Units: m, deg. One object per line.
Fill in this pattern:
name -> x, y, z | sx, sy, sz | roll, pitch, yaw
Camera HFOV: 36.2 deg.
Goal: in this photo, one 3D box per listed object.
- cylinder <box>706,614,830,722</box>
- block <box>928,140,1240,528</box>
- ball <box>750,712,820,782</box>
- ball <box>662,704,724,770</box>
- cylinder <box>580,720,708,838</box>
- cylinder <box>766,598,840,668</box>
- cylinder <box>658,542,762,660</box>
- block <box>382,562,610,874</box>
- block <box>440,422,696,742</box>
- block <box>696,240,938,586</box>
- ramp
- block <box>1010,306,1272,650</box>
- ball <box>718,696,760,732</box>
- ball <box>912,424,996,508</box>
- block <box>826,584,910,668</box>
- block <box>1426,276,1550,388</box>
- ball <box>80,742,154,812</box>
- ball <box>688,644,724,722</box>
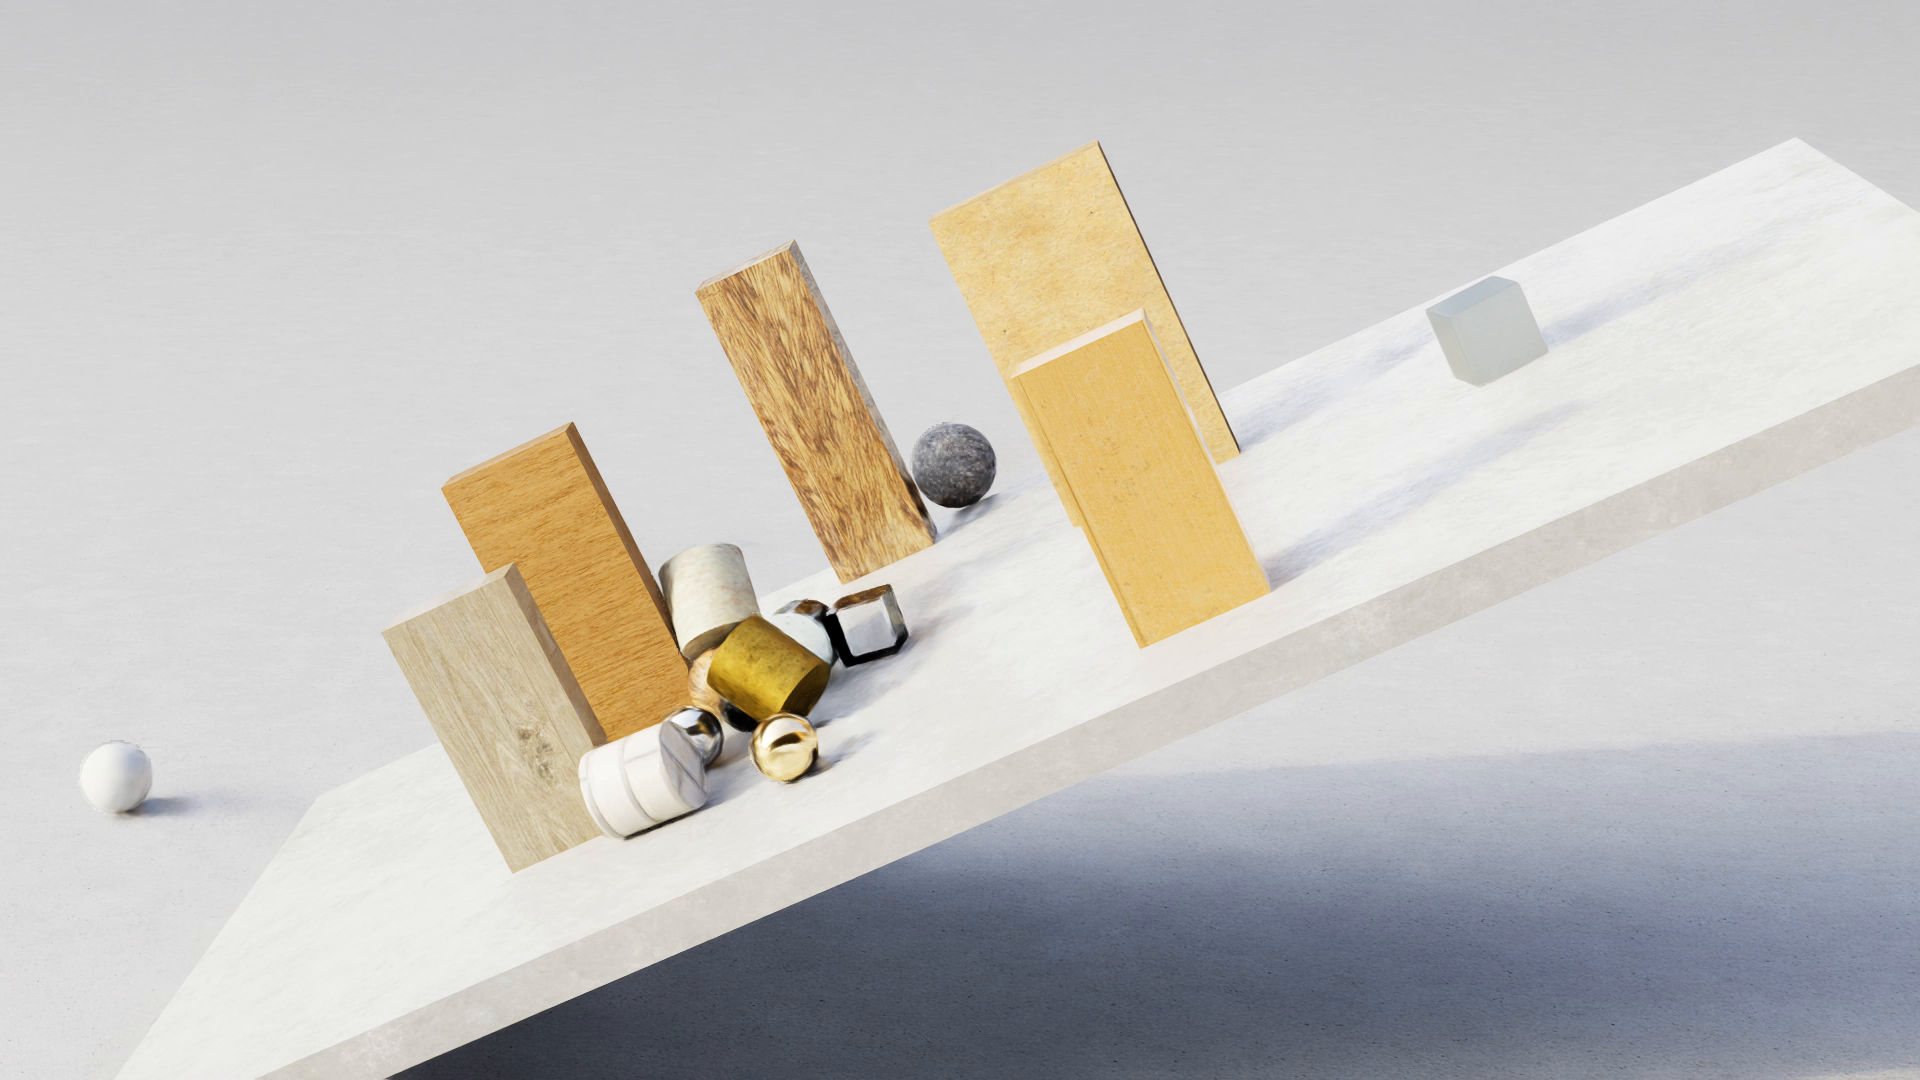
cylinder -> -0.394, 0.279, 6.068 | 0.182, 0.182, 0.182 | 34, 28, 18
block -> 0.279, -0.452, 6.516 | 0.406, 0.758, 0.098 | -24, 13, 9
ball -> -0.343, 0.405, 5.756 | 0.134, 0.134, 0.134 | 0, 16, 0
ball -> -0.562, 0.413, 6.122 | 0.141, 0.141, 0.141 | 0, 16, 0
cylinder -> -0.635, 0.481, 5.901 | 0.186, 0.186, 0.186 | -22, 10, 17
cylinder -> -0.348, 0.226, 6.322 | 0.172, 0.172, 0.172 | 2, 9, 9
cylinder -> -0.541, 0.135, 6.410 | 0.190, 0.190, 0.190 | -17, -22, -7
block -> -0.914, 0.366, 6.019 | 0.282, 0.573, 0.108 | -24, 13, 9
block -> -0.818, 0.134, 6.400 | 0.302, 0.724, 0.097 | -24, 13, 9
block -> -0.339, -0.303, 7.037 | 0.247, 0.790, 0.137 | -24, 13, 9
ramp -> 0.136, 0.169, 6.282 | 4.000, 0.100, 2.000 | -24, 13, 9
block -> 0.340, -0.114, 5.500 | 0.269, 0.574, 0.108 | -24, 13, 9
ball -> -0.447, 0.344, 6.208 | 0.126, 0.126, 0.126 | 0, 16, 0
ball -> -0.014, -0.183, 7.258 | 0.209, 0.209, 0.209 | 0, 16, 0
block -> -0.198, 0.184, 6.323 | 0.123, 0.123, 0.123 | -16, 13, 15
block -> 1.112, -0.441, 6.211 | 0.165, 0.165, 0.165 | -27, 13, -3
ball -> -2.198, 0.619, 7.670 | 0.182, 0.182, 0.182 | 0, 16, 0
ball -> -0.499, 0.308, 6.343 | 0.172, 0.172, 0.172 | 0, 16, 0
